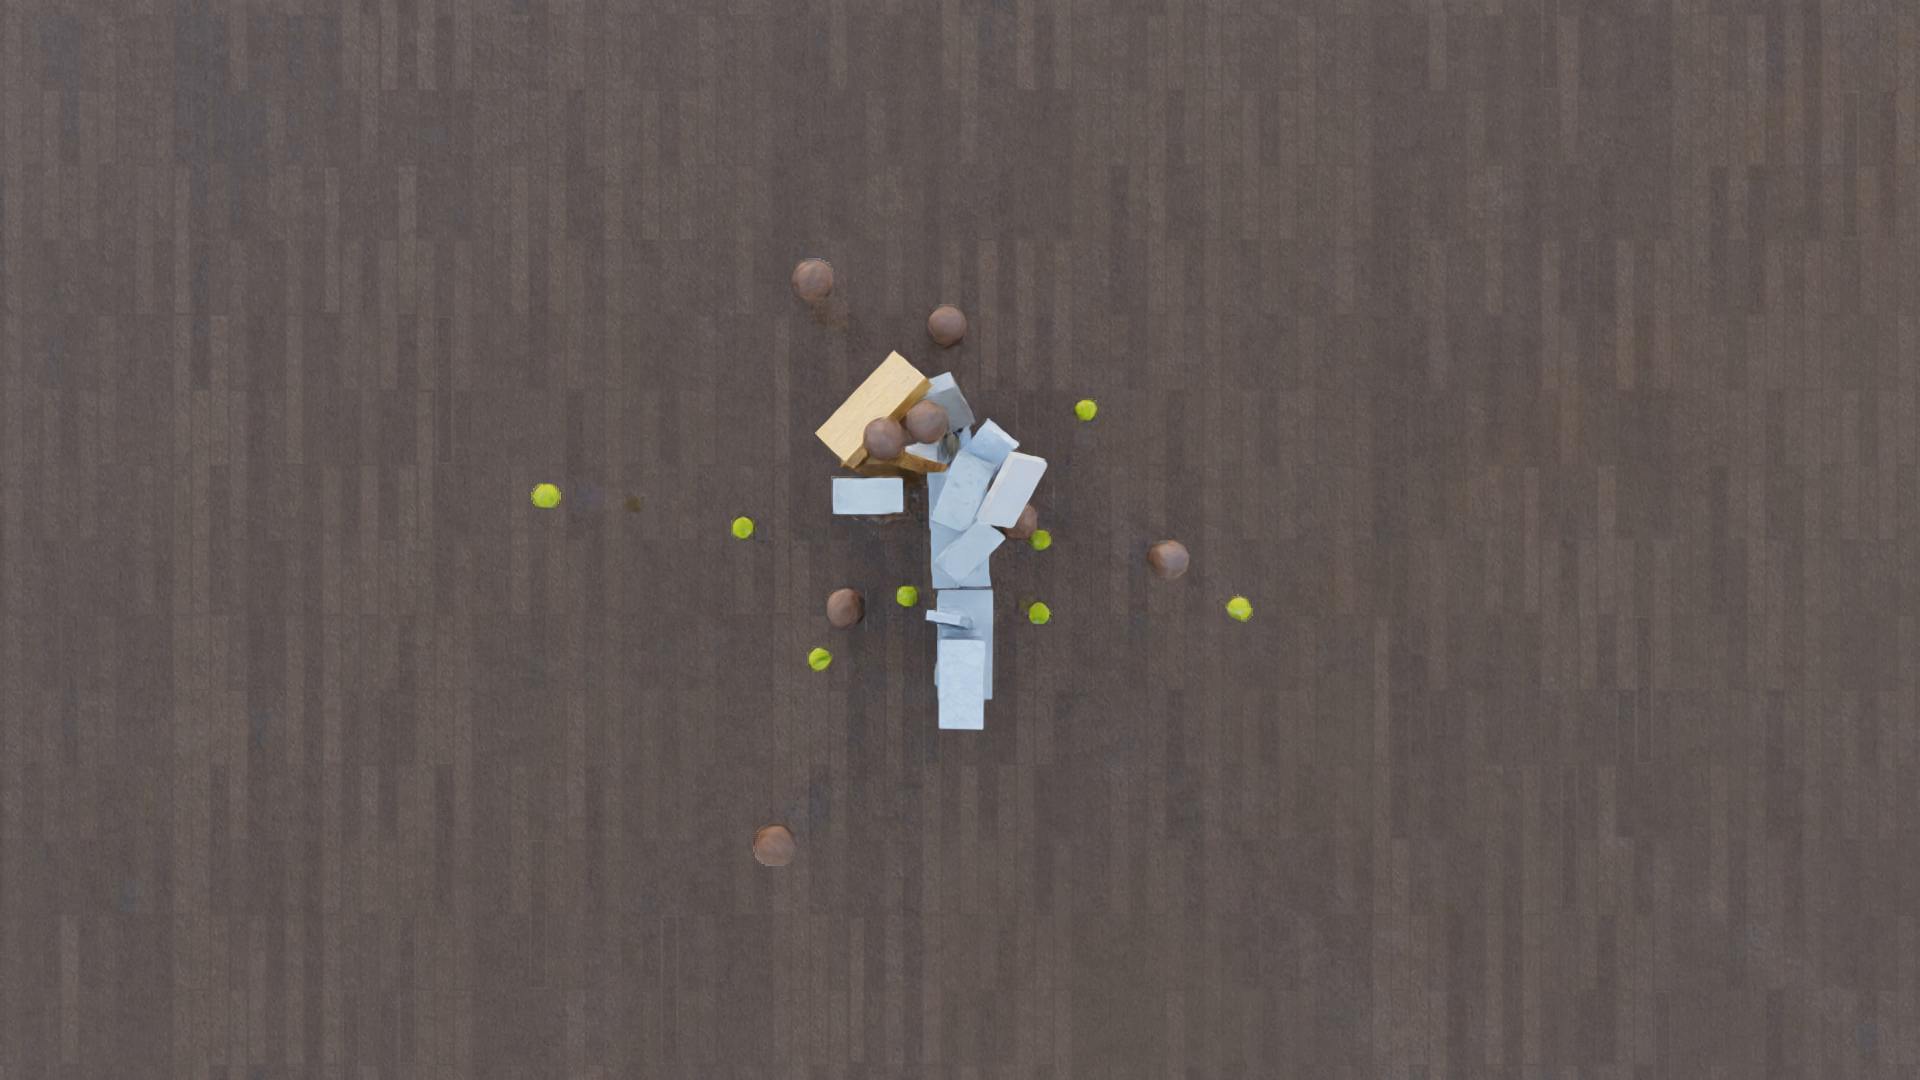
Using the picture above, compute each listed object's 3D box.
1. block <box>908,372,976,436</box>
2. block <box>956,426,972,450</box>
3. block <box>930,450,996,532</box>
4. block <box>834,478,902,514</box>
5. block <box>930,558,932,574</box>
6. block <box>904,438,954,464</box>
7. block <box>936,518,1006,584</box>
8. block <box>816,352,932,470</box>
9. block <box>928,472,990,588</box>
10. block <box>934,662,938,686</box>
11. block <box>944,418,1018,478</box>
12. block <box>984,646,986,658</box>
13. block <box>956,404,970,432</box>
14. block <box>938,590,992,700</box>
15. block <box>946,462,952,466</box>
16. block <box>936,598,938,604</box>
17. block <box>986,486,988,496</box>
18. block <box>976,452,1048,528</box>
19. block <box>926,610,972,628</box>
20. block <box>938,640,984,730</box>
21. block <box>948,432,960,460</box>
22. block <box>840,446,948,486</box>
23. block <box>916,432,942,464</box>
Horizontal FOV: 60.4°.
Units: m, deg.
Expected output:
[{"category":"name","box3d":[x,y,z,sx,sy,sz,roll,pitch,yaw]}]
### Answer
[{"category":"block","box3d":[-0.072,-0.421,5.266,0.176,0.432,0.050,-20,76,5]},{"category":"block","box3d":[0.017,-0.331,5.493,0.048,0.014,0.095,-13,90,0]},{"category":"block","box3d":[0.009,-0.145,5.017,0.121,0.034,0.241,23,120,0]},{"category":"block","box3d":[-0.272,-0.131,4.876,0.203,0.029,0.101,0,97,-4]},{"category":"block","box3d":[-0.003,0.082,5.322,0.178,0.356,0.050,0,90,0]},{"category":"block","box3d":[-0.100,-0.283,5.440,0.165,0.023,0.082,-15,91,-37]},{"category":"block","box3d":[0.032,0.027,5.050,0.203,0.029,0.101,-44,105,9]},{"category":"block","box3d":[-0.263,-0.399,5.043,0.353,0.050,0.176,-46,50,-1]},{"category":"block","box3d":[-0.003,-0.033,5.117,0.178,0.050,0.356,-3,90,0]},{"category":"block","box3d":[0.005,0.429,5.331,0.169,0.338,0.048,0,90,0]},{"category":"block","box3d":[0.063,-0.246,5.001,0.121,0.034,0.241,39,128,-2]},{"category":"block","box3d":[0.009,0.330,4.985,0.130,0.259,0.037,0,90,0]},{"category":"block","box3d":[-0.003,-0.409,5.483,0.048,0.014,0.095,12,83,11]},{"category":"block","box3d":[0.016,0.324,5.138,0.169,0.048,0.338,0,90,0]},{"category":"block","box3d":[-0.048,-0.223,5.408,0.082,0.165,0.023,-7,104,31]},{"category":"block","box3d":[0.013,0.205,5.331,0.169,0.338,0.048,-1,90,0]},{"category":"block","box3d":[-0.003,-0.148,5.321,0.178,0.356,0.050,0,92,0]},{"category":"block","box3d":[0.155,-0.149,4.942,0.121,0.034,0.241,10,122,-32]},{"category":"block","box3d":[-0.030,0.241,4.994,0.101,0.224,0.029,10,86,11]},{"category":"block","box3d":[0.005,0.422,4.837,0.130,0.037,0.259,1,90,0]},{"category":"block","box3d":[-0.019,-0.304,5.442,0.014,0.048,0.095,-25,53,34]},{"category":"block","box3d":[-0.201,-0.230,5.172,0.176,0.353,0.050,-3,81,31]},{"category":"block","box3d":[-0.100,-0.264,5.337,0.082,0.023,0.165,-4,81,31]}]
